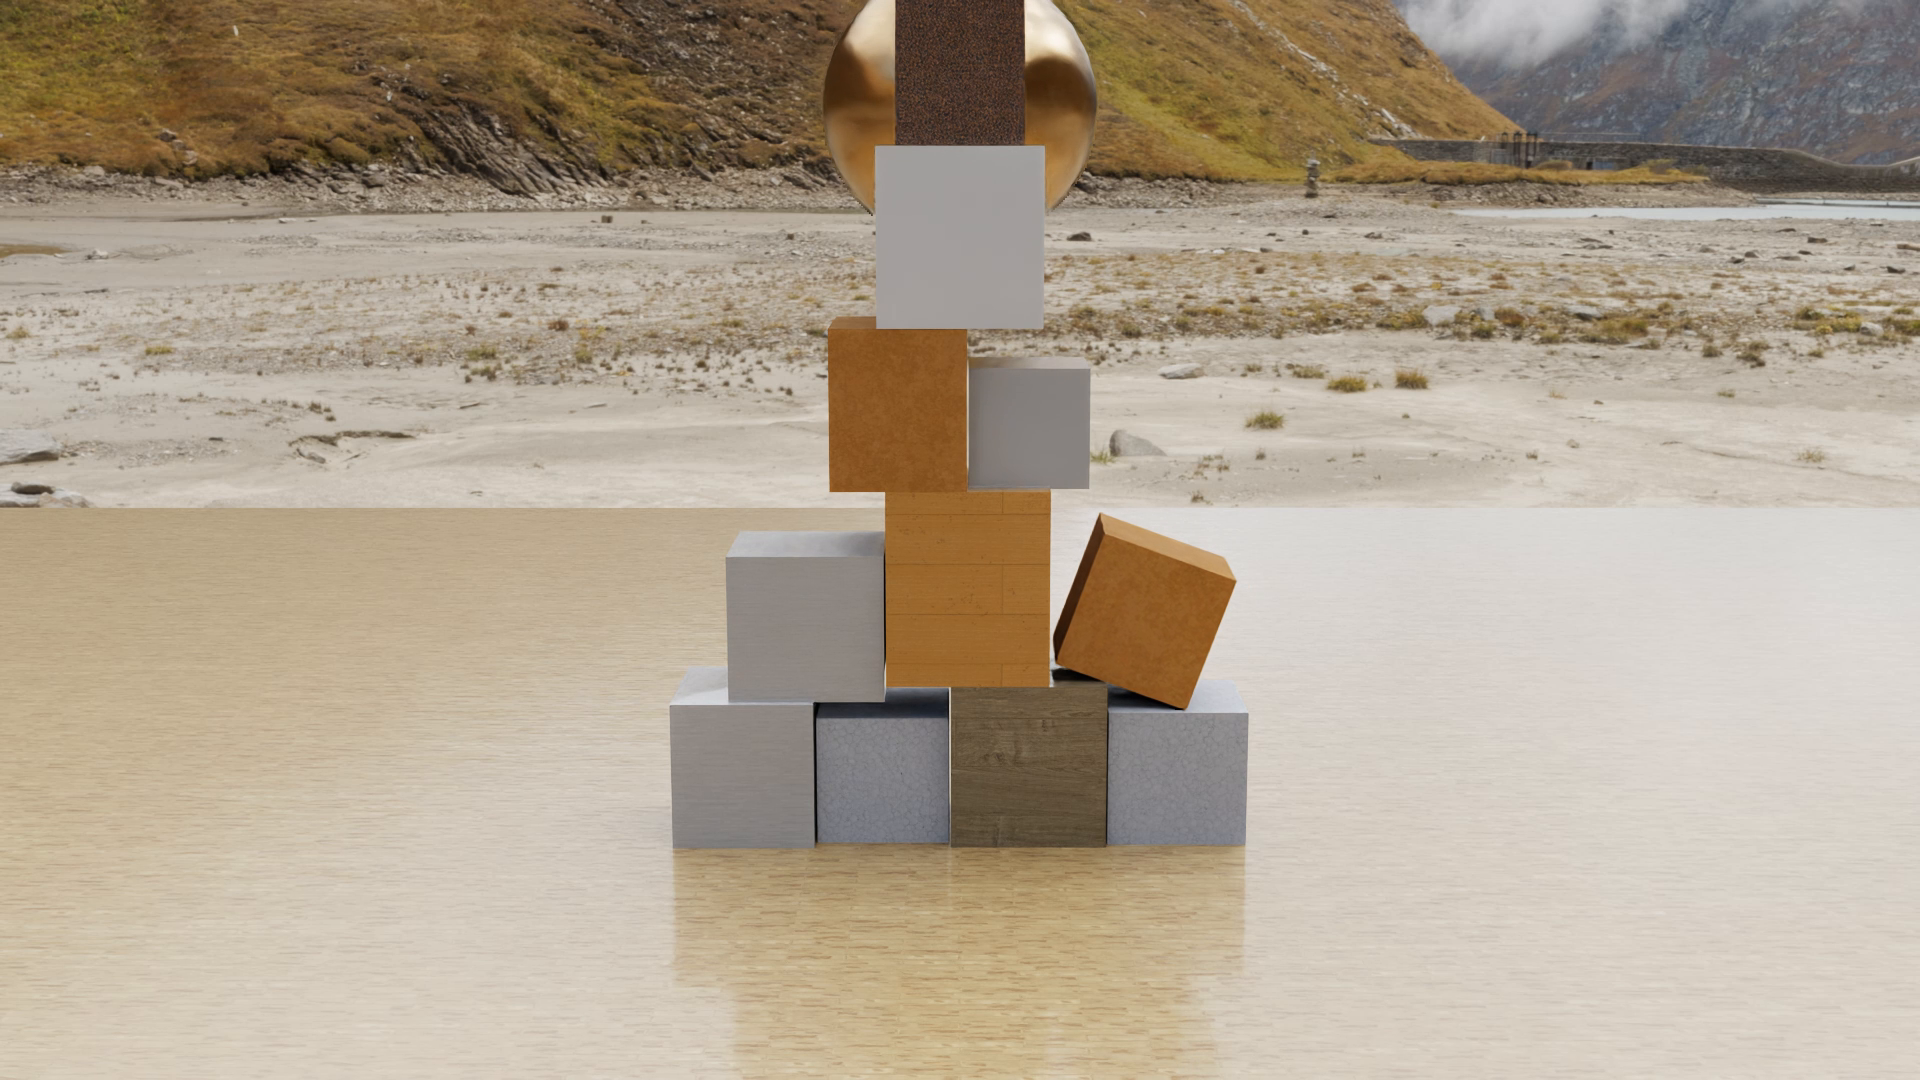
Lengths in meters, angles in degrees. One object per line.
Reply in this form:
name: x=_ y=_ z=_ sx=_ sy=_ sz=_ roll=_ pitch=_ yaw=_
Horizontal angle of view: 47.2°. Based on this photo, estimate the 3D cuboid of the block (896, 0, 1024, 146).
block: x=0.000 y=-2.307 z=10.768 sx=0.612 sy=0.739 sz=0.702 roll=0 pitch=10 yaw=0

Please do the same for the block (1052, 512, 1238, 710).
block: x=0.931 y=0.355 z=11.252 sx=0.700 sy=0.705 sz=0.624 roll=20 pitch=10 yaw=-2

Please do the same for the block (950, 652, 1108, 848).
block: x=0.343 y=1.070 z=11.358 sx=0.779 sy=0.831 sz=0.757 roll=0 pitch=10 yaw=0

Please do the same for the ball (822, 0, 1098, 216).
ball: x=0.000 y=-2.526 z=12.829 sx=1.600 sy=1.600 sz=1.600 roll=0 pitch=10 yaw=0

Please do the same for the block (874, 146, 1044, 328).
block: x=0.000 y=-1.517 z=10.914 sx=0.807 sy=0.869 sz=0.818 roll=0 pitch=10 yaw=0

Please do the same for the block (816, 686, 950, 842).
block: x=-0.389 y=1.155 z=11.397 sx=0.664 sy=0.649 sz=0.653 roll=0 pitch=10 yaw=0

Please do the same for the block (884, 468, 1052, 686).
block: x=0.039 y=0.174 z=11.229 sx=0.811 sy=0.978 sz=0.825 roll=0 pitch=10 yaw=0

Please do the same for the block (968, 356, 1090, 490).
block: x=0.340 y=-0.597 z=11.074 sx=0.594 sy=0.595 sz=0.594 roll=0 pitch=10 yaw=0

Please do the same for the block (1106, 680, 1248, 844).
block: x=1.093 y=1.140 z=11.376 sx=0.700 sy=0.687 sz=0.682 roll=0 pitch=10 yaw=0

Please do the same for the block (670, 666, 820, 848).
block: x=-1.086 y=1.112 z=11.375 sx=0.712 sy=0.743 sz=0.806 roll=0 pitch=10 yaw=0

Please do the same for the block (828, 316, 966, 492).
block: x=-0.302 y=-0.694 z=11.043 sx=0.671 sy=0.797 sz=0.768 roll=0 pitch=10 yaw=0

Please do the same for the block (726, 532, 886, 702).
block: x=-0.766 y=0.381 z=11.256 sx=0.779 sy=0.738 sz=0.724 roll=0 pitch=10 yaw=0
